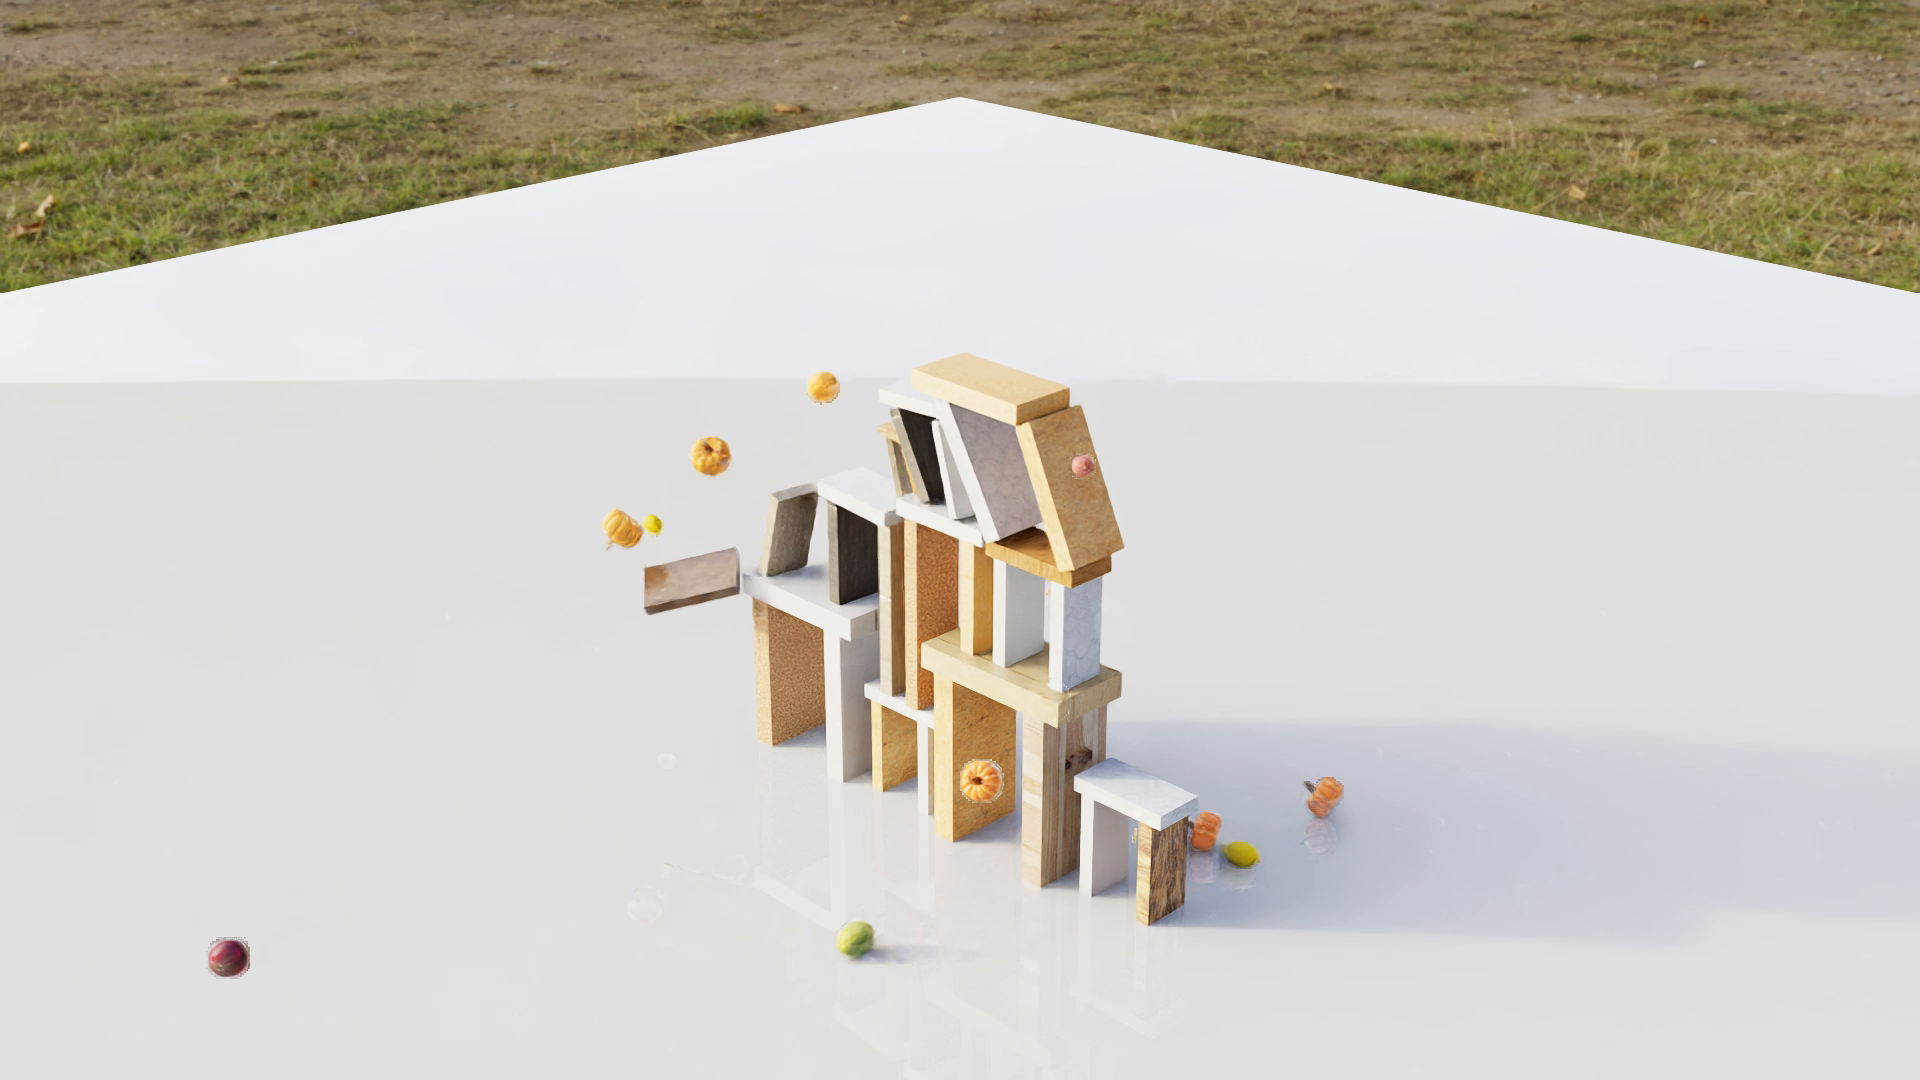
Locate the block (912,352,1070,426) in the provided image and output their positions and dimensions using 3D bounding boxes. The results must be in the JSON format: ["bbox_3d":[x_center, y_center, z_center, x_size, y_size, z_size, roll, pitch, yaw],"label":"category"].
[{"bbox_3d":[0.054,-0.279,4.027,0.137,0.039,0.274,-21,31,-39],"label":"block"}]

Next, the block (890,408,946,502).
[{"bbox_3d":[-0.063,-0.174,4.221,0.094,0.187,0.027,-22,4,-41],"label":"block"}]

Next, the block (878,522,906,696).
[{"bbox_3d":[-0.109,0.123,4.391,0.032,0.377,0.112,22,32,40],"label":"block"}]

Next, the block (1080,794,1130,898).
[{"bbox_3d":[0.275,0.561,4.168,0.030,0.211,0.106,21,31,41],"label":"block"}]

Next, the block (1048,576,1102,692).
[{"bbox_3d":[0.214,0.163,4.055,0.031,0.217,0.108,21,31,39],"label":"block"}]

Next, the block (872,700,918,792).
[{"bbox_3d":[-0.134,0.408,4.538,0.029,0.203,0.102,21,31,41],"label":"block"}]

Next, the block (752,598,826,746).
[{"bbox_3d":[-0.360,0.258,4.721,0.048,0.338,0.169,21,31,41],"label":"block"}]

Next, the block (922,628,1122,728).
[{"bbox_3d":[0.115,0.248,4.197,0.357,0.051,0.179,21,31,41],"label":"block"}]

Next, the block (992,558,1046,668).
[{"bbox_3d":[0.112,0.122,4.150,0.031,0.217,0.108,22,31,40],"label":"block"}]

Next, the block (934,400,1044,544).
[{"bbox_3d":[0.061,-0.145,4.091,0.137,0.275,0.039,-22,2,-41],"label":"block"}]

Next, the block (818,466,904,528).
[{"bbox_3d":[-0.172,-0.086,4.361,0.112,0.032,0.224,-18,29,-34],"label":"block"}]

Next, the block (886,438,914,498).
[{"bbox_3d":[-0.115,-0.147,4.302,0.013,0.125,0.047,2,20,34],"label":"block"}]

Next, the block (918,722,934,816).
[{"bbox_3d":[-0.038,0.446,4.450,0.102,0.203,0.029,-21,31,-41],"label":"block"}]

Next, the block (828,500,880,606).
[{"bbox_3d":[-0.213,0.011,4.461,0.112,0.224,0.032,-19,29,-37],"label":"block"}]

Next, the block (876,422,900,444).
[{"bbox_3d":[-0.113,-0.205,4.263,0.047,0.013,0.095,-19,34,-39],"label":"block"}]

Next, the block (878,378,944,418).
[{"bbox_3d":[-0.055,-0.267,4.175,0.187,0.027,0.094,18,29,41],"label":"block"}]

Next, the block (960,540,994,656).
[{"bbox_3d":[0.055,0.094,4.198,0.033,0.231,0.116,22,31,40],"label":"block"}]

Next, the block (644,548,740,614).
[{"bbox_3d":[-0.562,0.086,4.615,0.204,0.029,0.102,-13,52,11],"label":"block"}]

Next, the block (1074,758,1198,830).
[{"bbox_3d":[0.325,0.469,4.075,0.211,0.030,0.106,21,31,41],"label":"block"}]

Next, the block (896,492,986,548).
[{"bbox_3d":[0.000,-0.049,4.196,0.116,0.033,0.231,-21,31,-40],"label":"block"}]

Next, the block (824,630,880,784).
[{"bbox_3d":[-0.200,0.320,4.574,0.048,0.337,0.169,21,31,41],"label":"block"}]

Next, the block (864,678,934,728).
[{"bbox_3d":[-0.086,0.320,4.448,0.203,0.029,0.102,21,31,41],"label":"block"}]

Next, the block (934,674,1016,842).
[{"bbox_3d":[0.031,0.403,4.355,0.179,0.357,0.051,-21,31,-41],"label":"block"}]

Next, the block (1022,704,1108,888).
[{"bbox_3d":[0.199,0.468,4.200,0.179,0.357,0.051,-21,31,-41],"label":"block"}]

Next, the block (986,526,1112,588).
[{"bbox_3d":[0.163,0.029,4.054,0.108,0.031,0.217,-21,31,-40],"label":"block"}]

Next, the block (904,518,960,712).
[{"bbox_3d":[-0.055,0.132,4.333,0.116,0.407,0.033,-21,31,-41],"label":"block"}]

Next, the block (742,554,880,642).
[{"bbox_3d":[-0.280,0.112,4.572,0.338,0.048,0.169,21,31,41],"label":"block"}]

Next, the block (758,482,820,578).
[{"bbox_3d":[-0.355,-0.019,4.558,0.102,0.204,0.029,-17,46,-33],"label":"block"}]

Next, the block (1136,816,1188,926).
[{"bbox_3d":[0.375,0.600,4.077,0.030,0.212,0.106,21,31,41],"label":"block"}]

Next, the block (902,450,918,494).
[{"bbox_3d":[-0.080,-0.142,4.257,0.047,0.094,0.013,-20,7,-39],"label":"block"}]

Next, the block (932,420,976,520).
[{"bbox_3d":[0.011,-0.139,4.131,0.094,0.187,0.027,-13,3,-26],"label":"block"}]

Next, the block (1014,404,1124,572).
[{"bbox_3d":[0.199,-0.094,3.963,0.137,0.275,0.039,-21,6,-41],"label":"block"}]
